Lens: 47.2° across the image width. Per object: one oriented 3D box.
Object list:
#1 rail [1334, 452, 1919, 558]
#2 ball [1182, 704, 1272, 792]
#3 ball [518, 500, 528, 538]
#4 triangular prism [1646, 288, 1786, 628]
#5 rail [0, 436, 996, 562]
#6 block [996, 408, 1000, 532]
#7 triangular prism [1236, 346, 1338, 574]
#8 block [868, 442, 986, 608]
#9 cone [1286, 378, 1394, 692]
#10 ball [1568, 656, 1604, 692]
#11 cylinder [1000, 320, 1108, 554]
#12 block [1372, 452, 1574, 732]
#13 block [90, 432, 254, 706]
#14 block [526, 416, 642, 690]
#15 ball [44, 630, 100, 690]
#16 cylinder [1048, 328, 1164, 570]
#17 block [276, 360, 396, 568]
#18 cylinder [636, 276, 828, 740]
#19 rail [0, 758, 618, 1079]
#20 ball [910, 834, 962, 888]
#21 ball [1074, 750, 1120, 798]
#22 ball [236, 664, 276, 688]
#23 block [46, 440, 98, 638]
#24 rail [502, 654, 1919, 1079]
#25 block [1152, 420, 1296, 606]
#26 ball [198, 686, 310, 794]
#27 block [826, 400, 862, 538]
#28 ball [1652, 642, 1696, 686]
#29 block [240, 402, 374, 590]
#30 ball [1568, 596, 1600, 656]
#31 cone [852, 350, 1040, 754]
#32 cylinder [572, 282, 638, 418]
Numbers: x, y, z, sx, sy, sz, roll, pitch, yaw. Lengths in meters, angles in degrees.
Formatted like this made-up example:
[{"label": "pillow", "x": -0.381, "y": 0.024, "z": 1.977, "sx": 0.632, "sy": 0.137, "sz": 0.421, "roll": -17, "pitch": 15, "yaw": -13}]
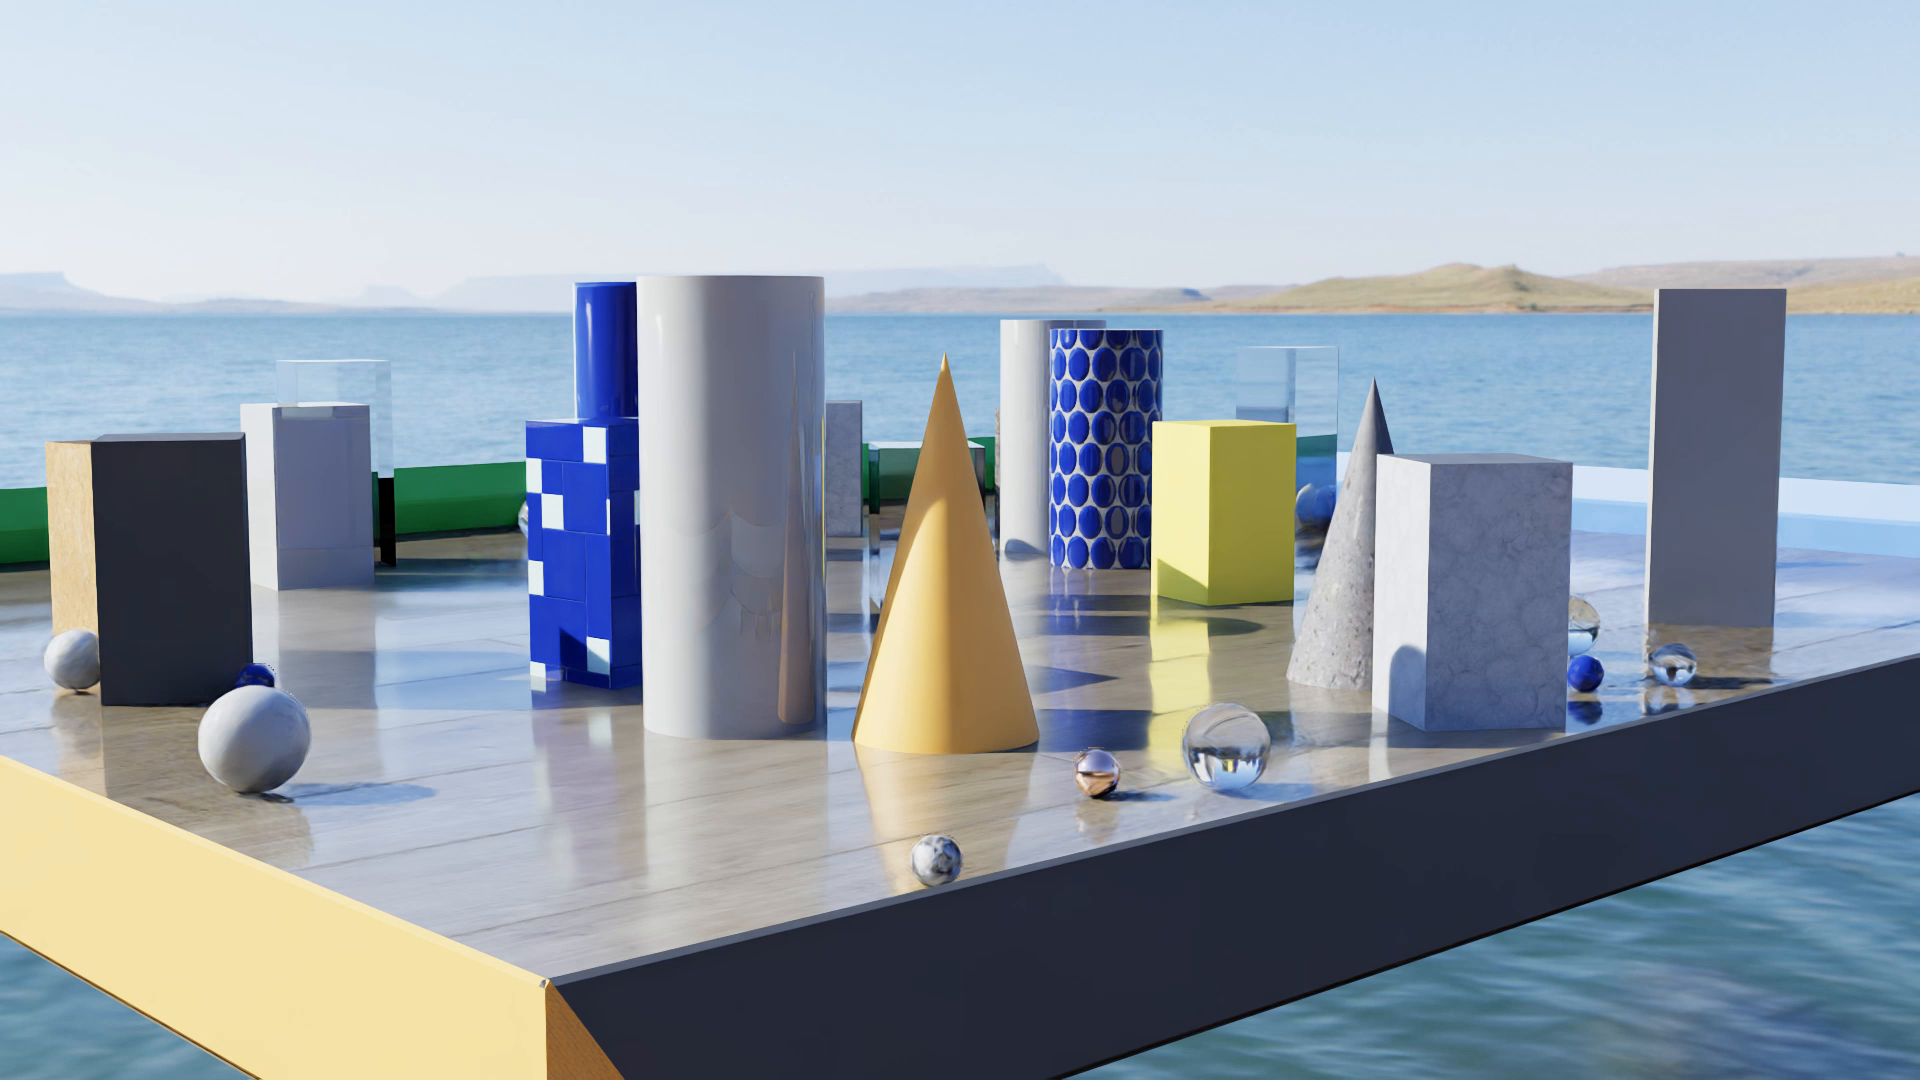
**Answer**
[{"label": "rail", "x": 1.237, "y": -0.084, "z": 4.467, "sx": 0.045, "sy": 0.130, "sz": 3.125, "roll": -5, "pitch": 8, "yaw": -42}, {"label": "ball", "x": 0.248, "y": 0.193, "z": 2.043, "sx": 0.082, "sy": 0.082, "sz": 0.082, "roll": 0, "pitch": 6, "yaw": 0}, {"label": "ball", "x": -0.800, "y": -0.041, "z": 4.227, "sx": 0.096, "sy": 0.096, "sz": 0.096, "roll": 0, "pitch": 6, "yaw": 0}, {"label": "triangular prism", "x": 1.080, "y": -0.123, "z": 3.174, "sx": 0.173, "sy": 0.476, "sz": 0.150, "roll": 1, "pitch": 6, "yaw": 13}, {"label": "rail", "x": -1.044, "y": -0.083, "z": 4.457, "sx": 3.414, "sy": 0.130, "sz": 0.045, "roll": -5, "pitch": 8, "yaw": -42}, {"label": "block", "x": 0.184, "y": -0.142, "z": 4.448, "sx": 0.160, "sy": 0.250, "sz": 0.160, "roll": 5, "pitch": 8, "yaw": 41}, {"label": "triangular prism", "x": 0.547, "y": -0.144, "z": 3.822, "sx": 0.150, "sy": 0.383, "sz": 0.173, "roll": 4, "pitch": 7, "yaw": 35}, {"label": "block", "x": -0.052, "y": -0.026, "z": 3.374, "sx": 0.160, "sy": 0.241, "sz": 0.160, "roll": -1, "pitch": 6, "yaw": -8}, {"label": "cone", "x": 0.498, "y": -0.016, "z": 2.664, "sx": 0.199, "sy": 0.368, "sz": 0.199, "roll": 0, "pitch": 6, "yaw": 0}, {"label": "ball", "x": 0.733, "y": 0.157, "z": 2.579, "sx": 0.043, "sy": 0.043, "sz": 0.043, "roll": 0, "pitch": 6, "yaw": 0}, {"label": "cylinder", "x": 0.175, "y": -0.198, "z": 4.123, "sx": 0.199, "sy": 0.428, "sz": 0.199, "roll": 0, "pitch": 6, "yaw": 0}, {"label": "block", "x": 0.559, "y": 0.052, "z": 2.414, "sx": 0.160, "sy": 0.285, "sz": 0.160, "roll": -1, "pitch": 6, "yaw": -9}, {"label": "block", "x": -0.916, "y": 0.029, "z": 2.569, "sx": 0.160, "sy": 0.299, "sz": 0.160, "roll": -2, "pitch": 6, "yaw": -16}, {"label": "block", "x": -0.414, "y": 0.010, "z": 2.689, "sx": 0.160, "sy": 0.312, "sz": 0.160, "roll": 5, "pitch": 8, "yaw": 42}, {"label": "ball", "x": -1.036, "y": 0.141, "z": 2.580, "sx": 0.071, "sy": 0.071, "sz": 0.071, "roll": 0, "pitch": 6, "yaw": 0}, {"label": "cylinder", "x": 0.257, "y": -0.164, "z": 3.879, "sx": 0.199, "sy": 0.412, "sz": 0.199, "roll": 0, "pitch": 6, "yaw": 0}, {"label": "block", "x": -1.093, "y": -0.135, "z": 3.853, "sx": 0.160, "sy": 0.358, "sz": 0.160, "roll": -3, "pitch": 7, "yaw": -29}, {"label": "cylinder", "x": -0.244, "y": -0.041, "z": 2.365, "sx": 0.199, "sy": 0.481, "sz": 0.199, "roll": 0, "pitch": 6, "yaw": 0}, {"label": "rail", "x": -1.237, "y": 0.152, "z": 2.196, "sx": 0.045, "sy": 0.130, "sz": 3.125, "roll": -5, "pitch": 8, "yaw": -42}, {"label": "ball", "x": -0.019, "y": 0.249, "z": 1.704, "sx": 0.041, "sy": 0.041, "sz": 0.041, "roll": 0, "pitch": 6, "yaw": 0}, {"label": "ball", "x": 0.126, "y": 0.214, "z": 2.021, "sx": 0.044, "sy": 0.044, "sz": 0.044, "roll": 0, "pitch": 6, "yaw": 0}, {"label": "ball", "x": -0.804, "y": 0.164, "z": 2.509, "sx": 0.043, "sy": 0.043, "sz": 0.043, "roll": 0, "pitch": 6, "yaw": 0}, {"label": "block", "x": -1.035, "y": 0.015, "z": 2.785, "sx": 0.160, "sy": 0.281, "sz": 0.160, "roll": 5, "pitch": 8, "yaw": 38}, {"label": "rail", "x": 1.044, "y": 0.151, "z": 2.207, "sx": 3.414, "sy": 0.130, "sz": 0.045, "roll": -5, "pitch": 8, "yaw": -42}, {"label": "block", "x": 0.410, "y": -0.047, "z": 3.426, "sx": 0.160, "sy": 0.272, "sz": 0.160, "roll": -3, "pitch": 7, "yaw": -27}, {"label": "ball", "x": -0.654, "y": 0.184, "z": 2.037, "sx": 0.100, "sy": 0.100, "sz": 0.100, "roll": 0, "pitch": 6, "yaw": 0}, {"label": "block", "x": -0.277, "y": -0.145, "z": 4.408, "sx": 0.160, "sy": 0.265, "sz": 0.160, "roll": 0, "pitch": 6, "yaw": -1}, {"label": "ball", "x": 0.851, "y": 0.148, "z": 2.622, "sx": 0.051, "sy": 0.051, "sz": 0.051, "roll": 0, "pitch": 6, "yaw": 0}, {"label": "block", "x": -1.071, "y": -0.076, "z": 3.607, "sx": 0.160, "sy": 0.293, "sz": 0.160, "roll": -4, "pitch": 7, "yaw": -35}, {"label": "ball", "x": 0.787, "y": 0.111, "z": 2.844, "sx": 0.079, "sy": 0.079, "sz": 0.079, "roll": 0, "pitch": 6, "yaw": 0}, {"label": "cone", "x": -0.015, "y": 0.005, "z": 2.295, "sx": 0.199, "sy": 0.404, "sz": 0.199, "roll": 0, "pitch": 6, "yaw": 0}, {"label": "cylinder", "x": -0.448, "y": -0.124, "z": 3.142, "sx": 0.199, "sy": 0.485, "sz": 0.199, "roll": 0, "pitch": 6, "yaw": 0}]
